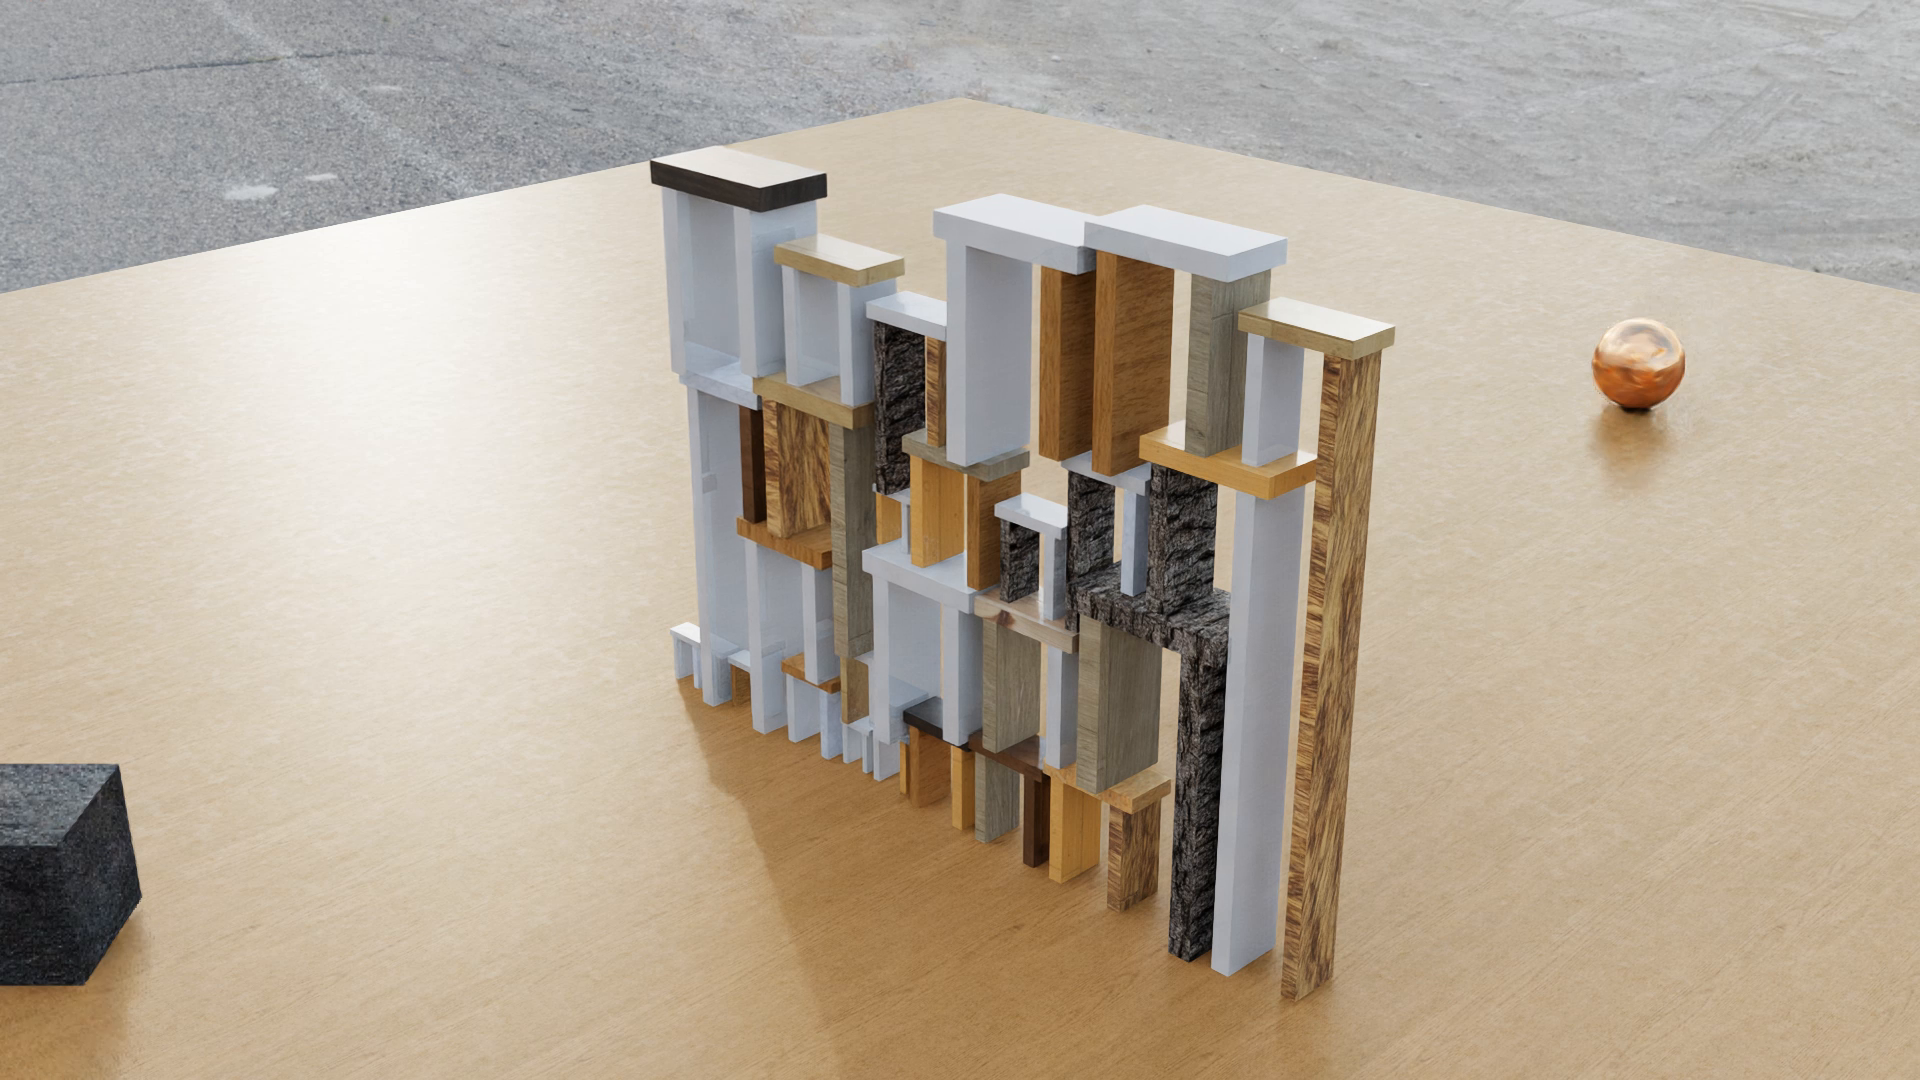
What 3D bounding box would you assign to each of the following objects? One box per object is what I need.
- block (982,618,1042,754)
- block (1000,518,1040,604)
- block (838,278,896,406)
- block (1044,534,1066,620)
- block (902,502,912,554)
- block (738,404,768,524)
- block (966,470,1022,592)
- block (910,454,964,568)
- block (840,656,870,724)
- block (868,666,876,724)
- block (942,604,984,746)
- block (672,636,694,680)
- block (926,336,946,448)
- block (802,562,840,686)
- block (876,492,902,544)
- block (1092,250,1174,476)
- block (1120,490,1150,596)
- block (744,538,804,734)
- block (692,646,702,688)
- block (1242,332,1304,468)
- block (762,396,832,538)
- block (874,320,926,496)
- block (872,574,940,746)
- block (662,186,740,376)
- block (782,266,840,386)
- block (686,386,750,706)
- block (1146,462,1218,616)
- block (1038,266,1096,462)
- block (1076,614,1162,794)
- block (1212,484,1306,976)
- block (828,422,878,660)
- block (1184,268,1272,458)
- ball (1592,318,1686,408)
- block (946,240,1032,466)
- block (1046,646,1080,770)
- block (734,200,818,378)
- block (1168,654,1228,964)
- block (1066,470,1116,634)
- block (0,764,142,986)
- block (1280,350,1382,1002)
[{"bbox_3d":[0.100,0.261,4.219,0.124,0.276,0.035,-21,31,-40],"label":"block"},{"bbox_3d":[0.112,0.028,4.113,0.023,0.166,0.083,21,31,40],"label":"block"},{"bbox_3d":[-0.176,-0.390,4.242,0.121,0.242,0.034,-22,31,-40],"label":"block"},{"bbox_3d":[0.191,0.058,4.042,0.023,0.166,0.083,21,31,40],"label":"block"},{"bbox_3d":[-0.089,-0.030,4.305,0.015,0.107,0.054,21,31,40],"label":"block"},{"bbox_3d":[-0.396,-0.174,4.587,0.127,0.255,0.036,-21,31,-41],"label":"block"},{"bbox_3d":[0.064,-0.028,4.148,0.032,0.227,0.113,21,31,40],"label":"block"},{"bbox_3d":[-0.043,-0.069,4.245,0.032,0.227,0.113,21,31,40],"label":"block"},{"bbox_3d":[-0.218,0.299,4.583,0.064,0.162,0.018,-21,31,-41],"label":"block"},{"bbox_3d":[-0.157,0.308,4.521,0.018,0.129,0.064,21,31,41],"label":"block"},{"bbox_3d":[0.033,0.241,4.284,0.041,0.292,0.146,21,31,40],"label":"block"},{"bbox_3d":[-0.627,0.260,5.014,0.015,0.104,0.052,21,31,41],"label":"block"},{"bbox_3d":[-0.014,-0.289,4.118,0.030,0.212,0.106,21,31,40],"label":"block"},{"bbox_3d":[-0.263,0.155,4.583,0.038,0.269,0.135,22,31,40],"label":"block"},{"bbox_3d":[-0.141,-0.049,4.351,0.015,0.107,0.054,21,31,40],"label":"block"},{"bbox_3d":[0.297,-0.317,3.766,0.043,0.394,0.153,21,31,40],"label":"block"},{"bbox_3d":[0.328,-0.008,3.864,0.028,0.195,0.098,21,31,41],"label":"block"},{"bbox_3d":[-0.390,0.190,4.735,0.038,0.451,0.135,21,31,41],"label":"block"},{"bbox_3d":[-0.578,0.279,4.969,0.015,0.104,0.052,21,31,41],"label":"block"},{"bbox_3d":[0.510,-0.240,3.576,0.031,0.222,0.111,21,31,41],"label":"block"},{"bbox_3d":[-0.329,-0.166,4.513,0.042,0.299,0.149,21,31,41],"label":"block"},{"bbox_3d":[-0.115,-0.265,4.237,0.030,0.349,0.106,21,31,40],"label":"block"},{"bbox_3d":[-0.105,0.220,4.425,0.041,0.364,0.146,21,31,40],"label":"block"},{"bbox_3d":[-0.525,-0.550,4.555,0.172,0.394,0.049,-21,31,-41],"label":"block"},{"bbox_3d":[-0.290,-0.435,4.347,0.121,0.242,0.034,-22,31,-40],"label":"block"},{"bbox_3d":[-0.516,0.006,4.795,0.127,0.744,0.036,-21,31,-41],"label":"block"},{"bbox_3d":[0.384,-0.020,3.792,0.039,0.274,0.137,21,31,41],"label":"block"},{"bbox_3d":[0.217,-0.326,3.851,0.172,0.345,0.049,-21,31,-40],"label":"block"},{"bbox_3d":[0.293,0.275,4.021,0.174,0.348,0.049,-21,31,-41],"label":"block"},{"bbox_3d":[0.513,0.330,3.800,0.039,0.924,0.137,21,31,41],"label":"block"},{"bbox_3d":[-0.188,-0.015,4.424,0.149,0.504,0.042,-21,31,-41],"label":"block"},{"bbox_3d":[0.440,-0.302,3.616,0.043,0.305,0.153,21,31,41],"label":"block"},{"bbox_3d":[2.059,-0.536,6.673,0.274,0.274,0.274,0,23,0],"label":"ball"},{"bbox_3d":[0.054,-0.356,4.014,0.049,0.417,0.172,21,31,41],"label":"block"},{"bbox_3d":[0.217,0.293,4.106,0.035,0.248,0.124,21,31,40],"label":"block"},{"bbox_3d":[-0.362,-0.511,4.394,0.172,0.344,0.049,-22,31,-40],"label":"block"},{"bbox_3d":[0.457,0.455,3.919,0.049,0.601,0.174,21,31,41],"label":"block"},{"bbox_3d":[0.235,0.009,3.971,0.028,0.310,0.098,21,31,40],"label":"block"},{"bbox_3d":[-1.695,0.601,3.976,0.287,0.287,0.287,0,23,1],"label":"block"},{"bbox_3d":[0.615,0.245,3.667,0.031,1.185,0.111,21,31,41],"label":"block"}]
